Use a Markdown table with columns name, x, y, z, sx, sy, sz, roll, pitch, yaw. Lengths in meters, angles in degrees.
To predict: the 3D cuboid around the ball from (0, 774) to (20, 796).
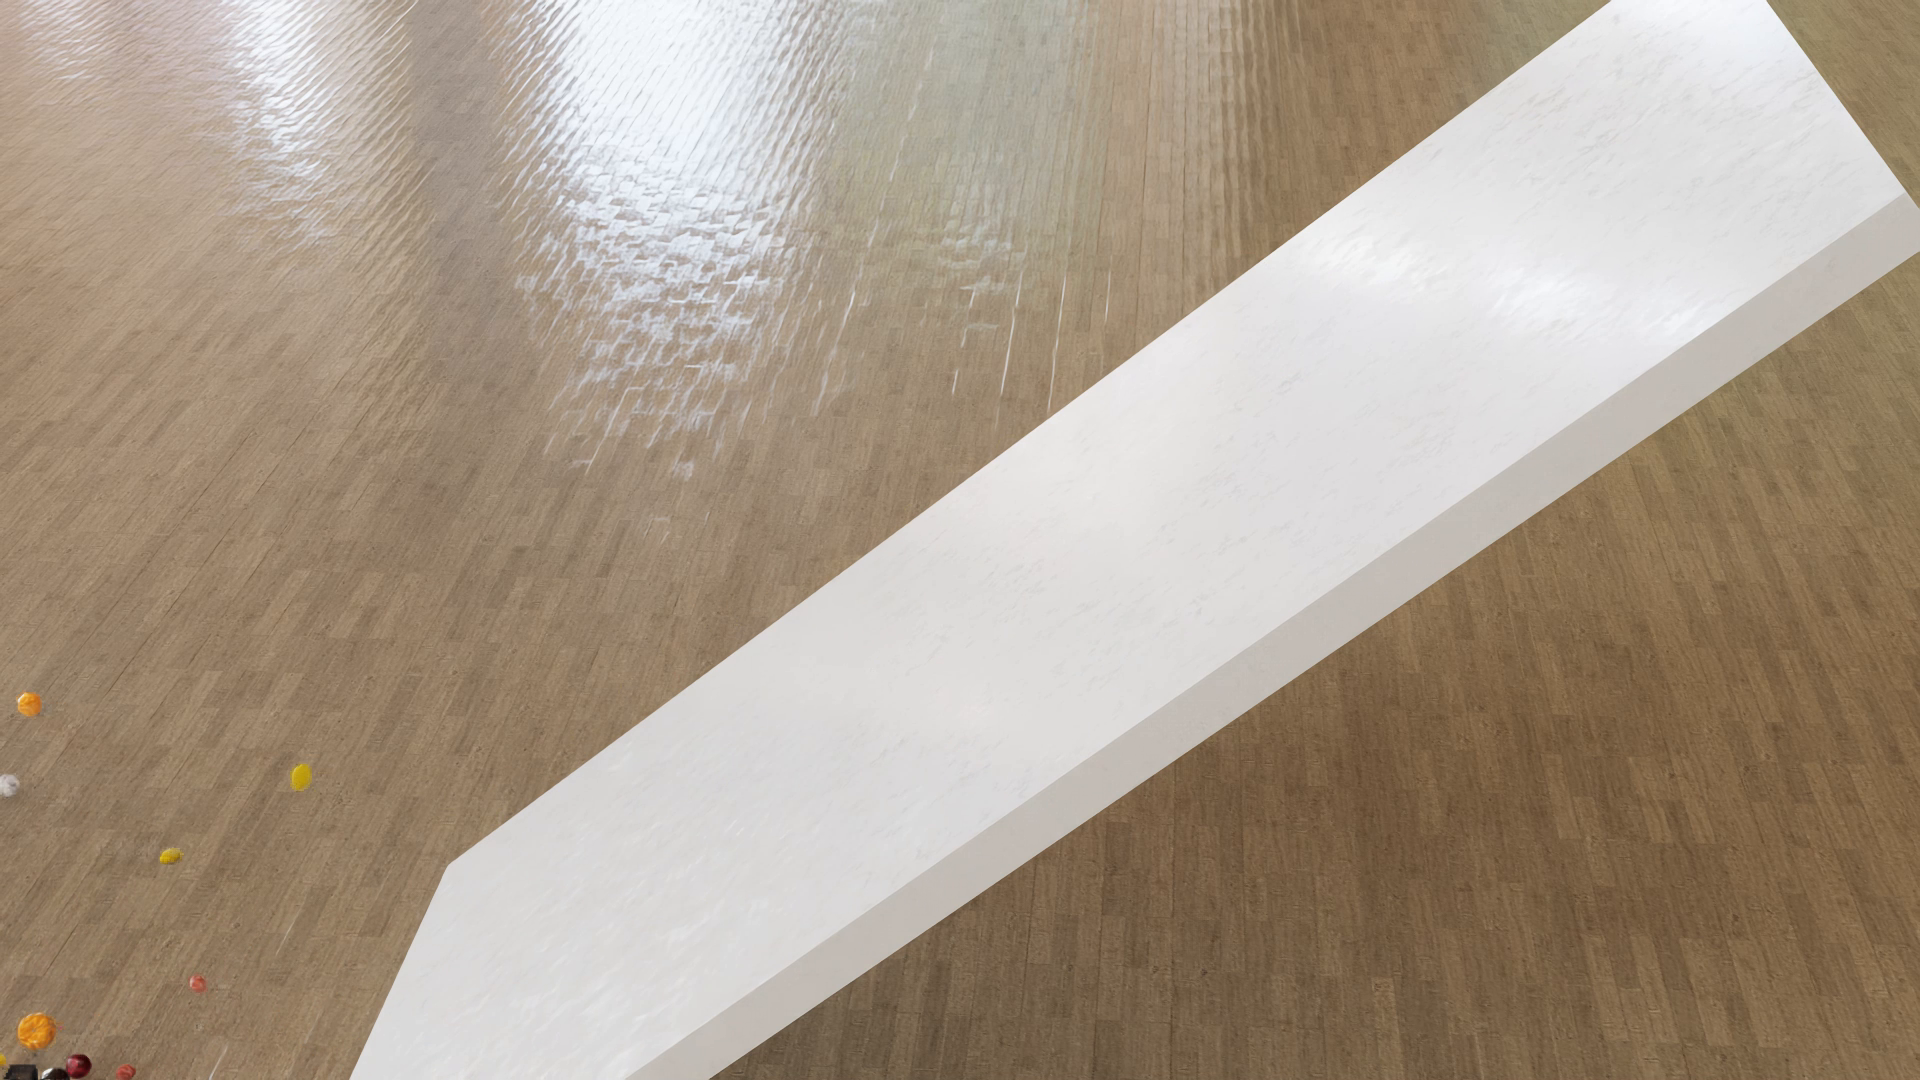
| name | x | y | z | sx | sy | sz | roll | pitch | yaw |
| --- | --- | --- | --- | --- | --- | --- | --- | --- | --- |
| ball | -2.708 | 0.698 | 8.368 | 0.063 | 0.063 | 0.063 | 0 | 24 | 0 |

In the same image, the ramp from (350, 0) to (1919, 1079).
| name | x | y | z | sx | sy | sz | roll | pitch | yaw |
| --- | --- | --- | --- | --- | --- | --- | --- | --- | --- |
| ramp | 0.118 | 0.187 | 6.346 | 4.000 | 0.100 | 2.000 | -36 | 16 | 18 |

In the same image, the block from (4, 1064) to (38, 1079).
| name | x | y | z | sx | sy | sz | roll | pitch | yaw |
| --- | --- | --- | --- | --- | --- | --- | --- | --- | --- |
| block | -2.242 | 1.296 | 7.028 | 0.060 | 0.060 | 0.060 | 0 | 24 | 0 |
